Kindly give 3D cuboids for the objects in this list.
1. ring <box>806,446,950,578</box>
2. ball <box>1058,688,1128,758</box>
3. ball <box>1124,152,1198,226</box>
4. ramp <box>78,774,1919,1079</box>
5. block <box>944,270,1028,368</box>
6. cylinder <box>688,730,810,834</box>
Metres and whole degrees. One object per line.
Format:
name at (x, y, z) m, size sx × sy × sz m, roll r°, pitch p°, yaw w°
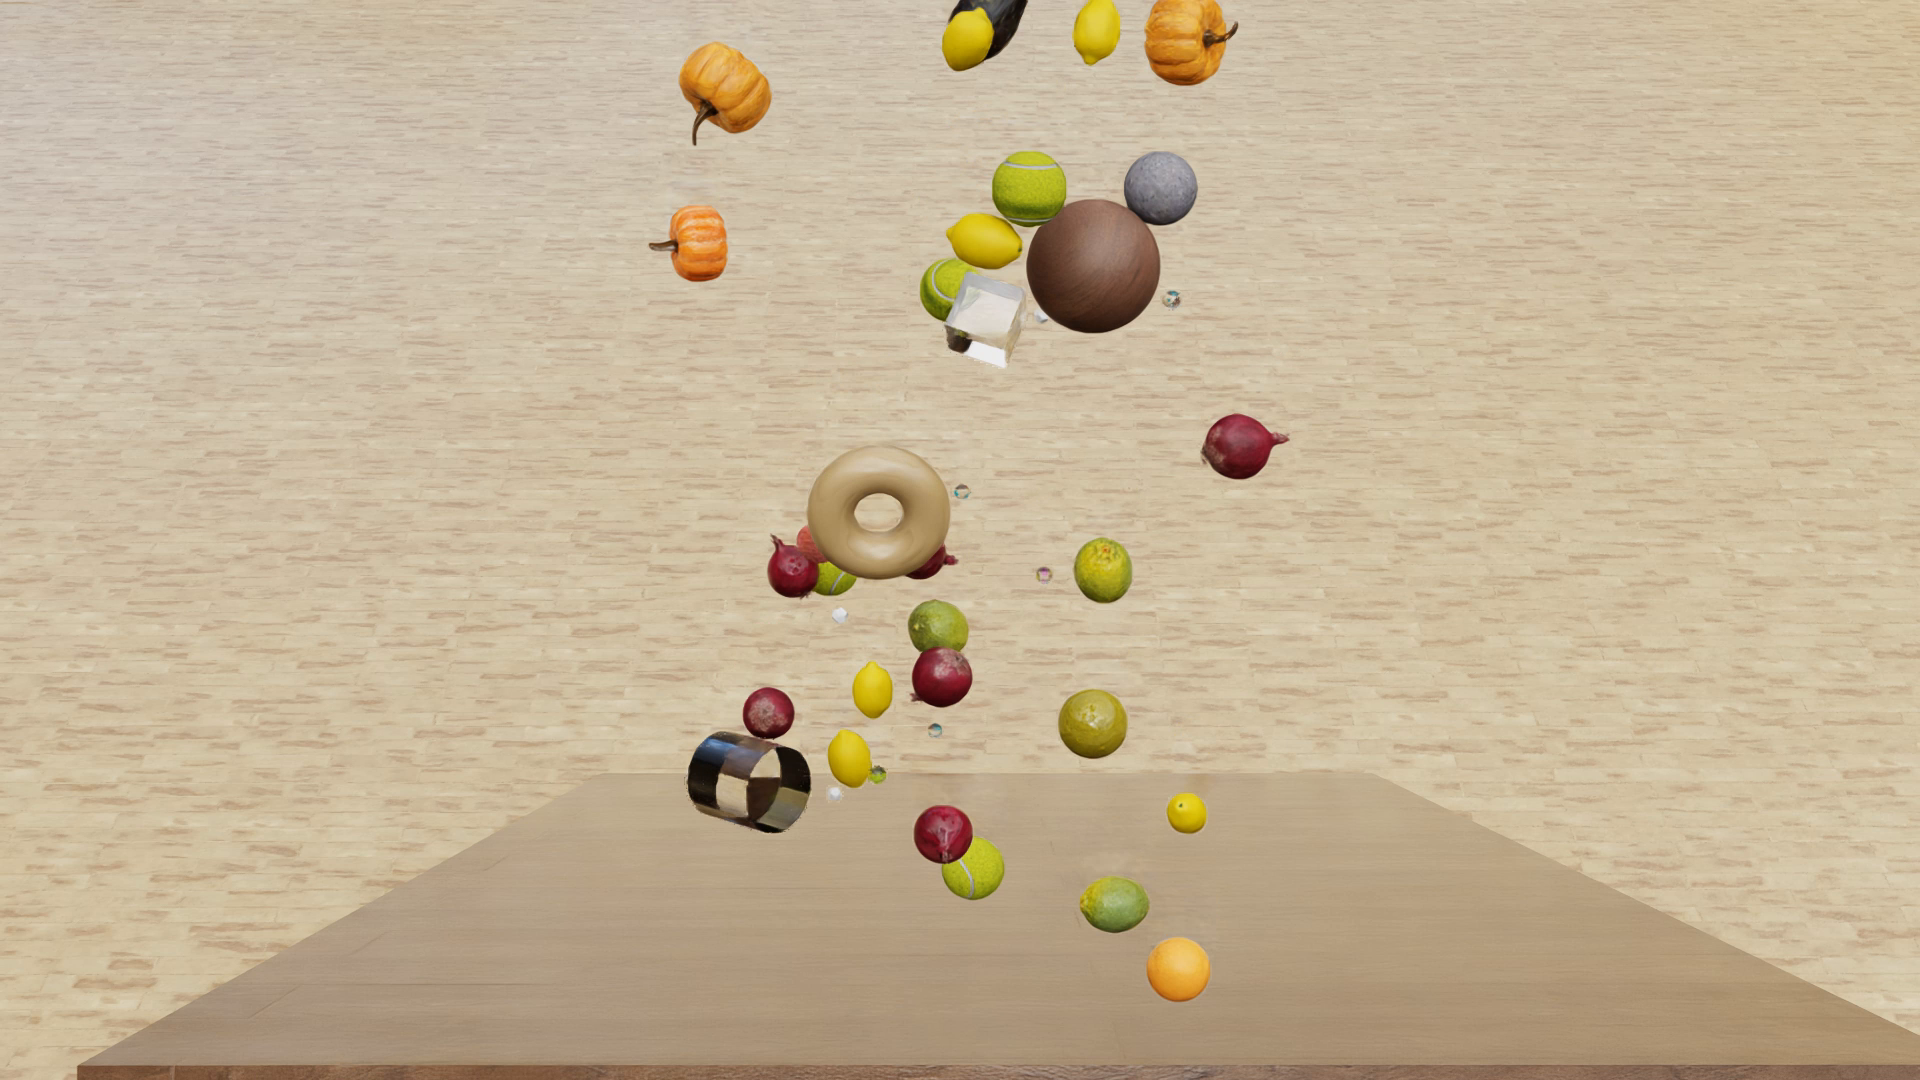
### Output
ring at (-0.081, -0.027, 2.602) m, size 0.145 × 0.145 × 0.048 m, roll -1°, pitch 26°, yaw -2°
ball at (0.151, 0.209, 2.949) m, size 0.080 × 0.080 × 0.080 m, roll 0°, pitch 32°, yaw 0°
ball at (0.194, -0.340, 2.504) m, size 0.071 × 0.071 × 0.071 m, roll 0°, pitch 32°, yaw 0°
ramp at (0.071, 0.628, 4.723) m, size 2.000 × 0.100 × 4.000 m, roll 0°, pitch -1°, yaw 0°
block at (0.026, -0.217, 2.556) m, size 0.061 × 0.061 × 0.061 m, roll 19°, pitch 73°, yaw 10°
cylinder at (-0.232, 0.266, 2.852) m, size 0.096 × 0.096 × 0.096 m, roll 10°, pitch 31°, yaw 42°
